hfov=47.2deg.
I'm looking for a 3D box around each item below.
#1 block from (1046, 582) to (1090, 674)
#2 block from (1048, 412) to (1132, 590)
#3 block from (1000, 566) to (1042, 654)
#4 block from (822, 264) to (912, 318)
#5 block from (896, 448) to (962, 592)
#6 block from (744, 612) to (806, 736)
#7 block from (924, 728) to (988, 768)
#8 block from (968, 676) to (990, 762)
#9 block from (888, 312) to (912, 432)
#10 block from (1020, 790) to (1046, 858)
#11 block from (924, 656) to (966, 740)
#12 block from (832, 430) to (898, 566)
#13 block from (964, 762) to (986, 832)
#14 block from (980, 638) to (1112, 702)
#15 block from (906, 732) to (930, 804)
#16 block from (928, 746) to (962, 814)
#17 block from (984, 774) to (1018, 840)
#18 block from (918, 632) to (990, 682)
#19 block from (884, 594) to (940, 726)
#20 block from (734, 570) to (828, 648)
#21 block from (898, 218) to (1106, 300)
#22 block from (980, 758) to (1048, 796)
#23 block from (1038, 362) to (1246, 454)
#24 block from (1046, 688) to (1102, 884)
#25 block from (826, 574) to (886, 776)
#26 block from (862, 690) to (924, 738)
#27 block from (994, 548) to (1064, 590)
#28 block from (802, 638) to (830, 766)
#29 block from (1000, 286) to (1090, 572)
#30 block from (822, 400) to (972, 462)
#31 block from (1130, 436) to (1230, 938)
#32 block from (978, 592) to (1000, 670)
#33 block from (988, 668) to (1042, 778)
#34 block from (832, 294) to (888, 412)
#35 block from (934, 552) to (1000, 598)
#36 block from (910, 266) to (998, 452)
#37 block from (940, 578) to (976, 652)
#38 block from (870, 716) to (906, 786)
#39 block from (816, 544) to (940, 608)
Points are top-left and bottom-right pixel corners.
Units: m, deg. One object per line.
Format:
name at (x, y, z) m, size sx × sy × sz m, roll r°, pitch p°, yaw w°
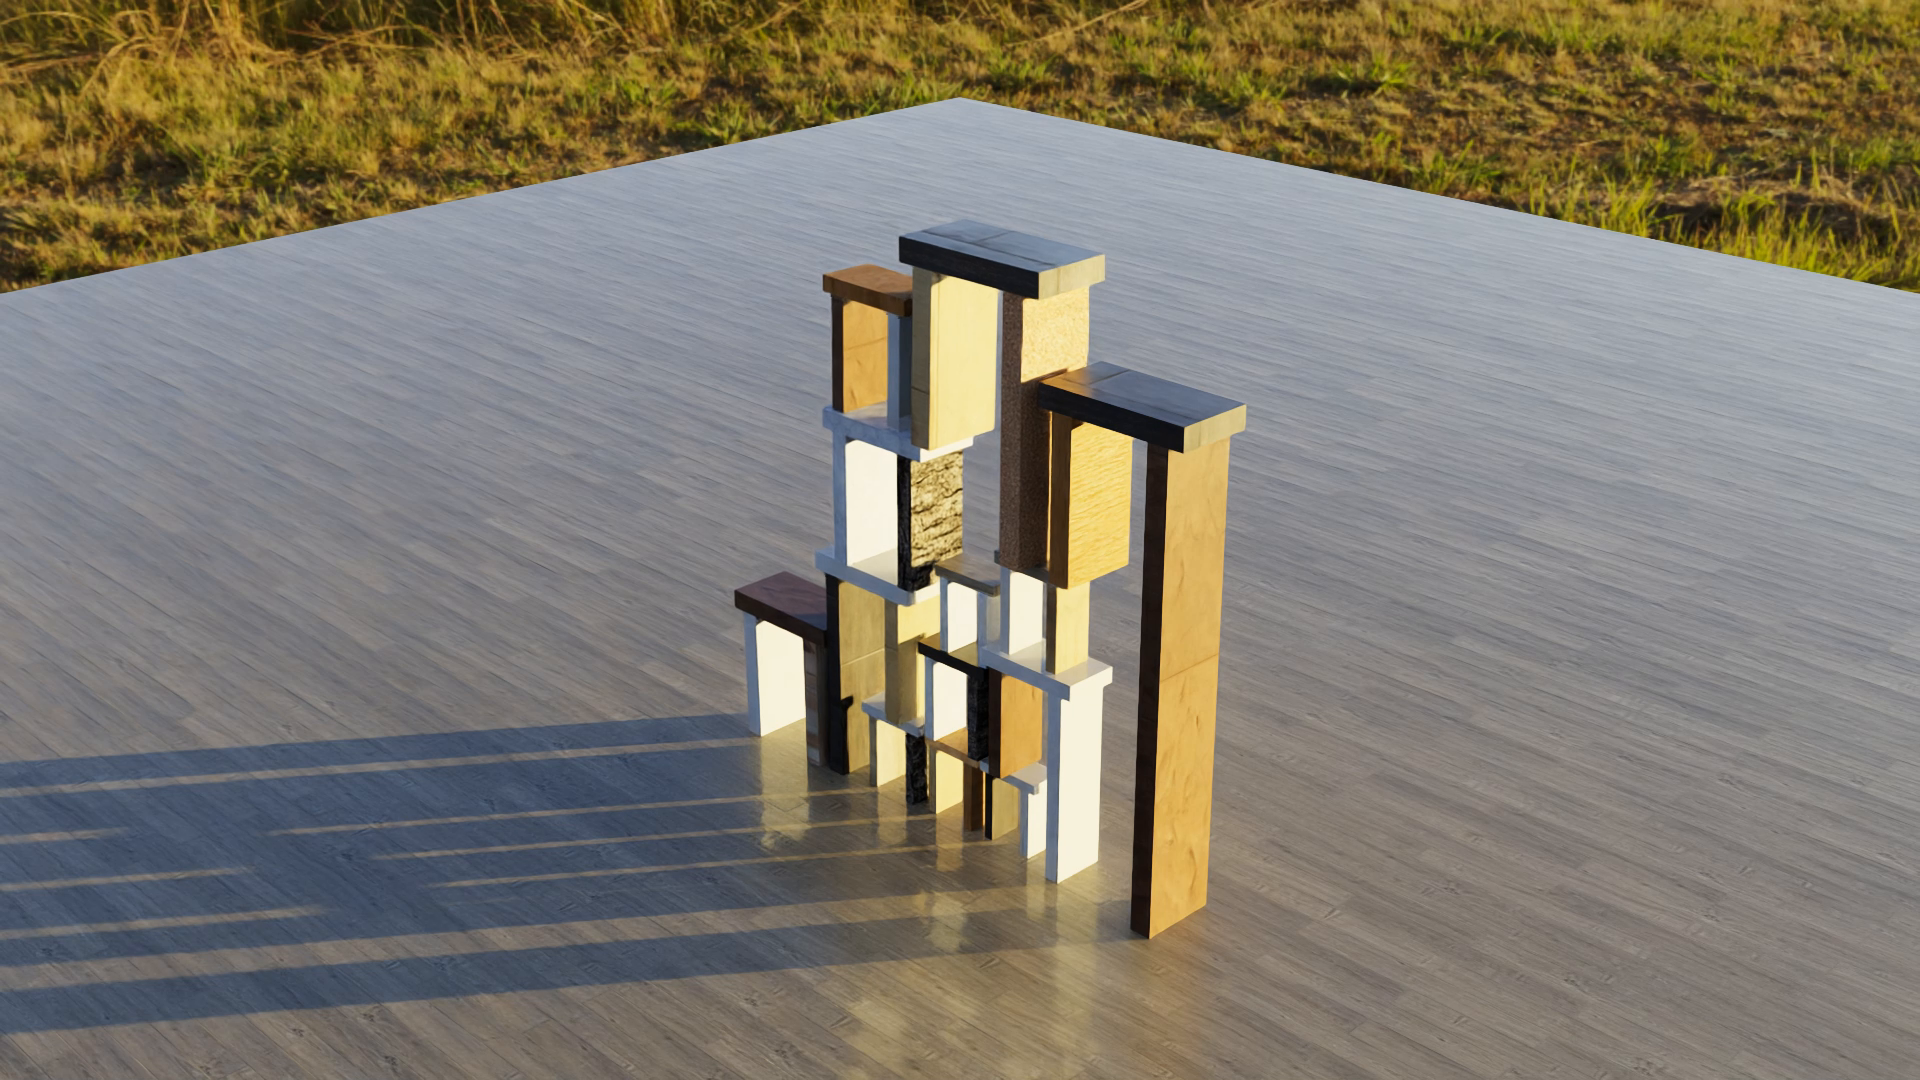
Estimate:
block at (0.199, 0.152, 4.075) m, size 0.089 × 0.177 × 0.025 m, roll -21°, pitch 31°, yaw -41°
block at (0.235, -0.090, 3.935) m, size 0.164 × 0.328 × 0.046 m, roll -21°, pitch 31°, yaw -41°
block at (0.116, 0.120, 4.152) m, size 0.089 × 0.177 × 0.025 m, roll -21°, pitch 31°, yaw -40°
block at (-0.140, -0.474, 4.167) m, size 0.117 × 0.033 × 0.233 m, roll -20°, pitch 30°, yaw -40°
block at (-0.058, -0.049, 4.259) m, size 0.039 × 0.276 × 0.138 m, roll 21°, pitch 31°, yaw 41°
block at (-0.395, 0.268, 4.764) m, size 0.142 × 0.284 × 0.040 m, roll -21°, pitch 31°, yaw -41°
block at (0.006, 0.408, 4.391) m, size 0.148 × 0.021 × 0.074 m, roll 21°, pitch 31°, yaw 41°
block at (0.056, 0.335, 4.306) m, size 0.026 × 0.181 × 0.090 m, roll 21°, pitch 31°, yaw 40°
block at (-0.083, -0.331, 4.170) m, size 0.117 × 0.233 × 0.033 m, roll -20°, pitch 31°, yaw -40°
block at (0.151, 0.542, 4.296) m, size 0.021 × 0.146 × 0.073 m, roll 21°, pitch 31°, yaw 41°
block at (-0.029, 0.301, 4.385) m, size 0.026 × 0.181 × 0.090 m, roll 21°, pitch 31°, yaw 40°
block at (-0.188, -0.100, 4.380) m, size 0.138 × 0.276 × 0.039 m, roll -21°, pitch 31°, yaw -41°
block at (0.041, 0.500, 4.392) m, size 0.021 × 0.149 × 0.074 m, roll 21°, pitch 31°, yaw 41°
block at (0.162, 0.236, 4.148) m, size 0.115 × 0.033 × 0.230 m, roll -21°, pitch 31°, yaw -41°
block at (-0.073, 0.451, 4.487) m, size 0.082 × 0.164 × 0.023 m, roll -20°, pitch 30°, yaw -39°
block at (-0.029, 0.473, 4.456) m, size 0.021 × 0.148 × 0.074 m, roll 21°, pitch 31°, yaw 41°
block at (0.082, 0.515, 4.360) m, size 0.021 × 0.146 × 0.073 m, roll 21°, pitch 31°, yaw 41°
block at (0.013, 0.223, 4.305) m, size 0.181 × 0.026 × 0.090 m, roll 21°, pitch 31°, yaw 40°
block at (-0.088, 0.225, 4.408) m, size 0.038 × 0.268 × 0.134 m, roll 21°, pitch 31°, yaw 40°
block at (-0.329, 0.144, 4.640) m, size 0.284 × 0.040 × 0.142 m, roll 21°, pitch 31°, yaw 41°
block at (0.072, -0.504, 3.932) m, size 0.345 × 0.049 × 0.172 m, roll 21°, pitch 30°, yaw 40°
block at (0.117, 0.452, 4.295) m, size 0.146 × 0.021 × 0.073 m, roll 21°, pitch 31°, yaw 41°
block at (0.312, -0.232, 3.791) m, size 0.328 × 0.046 × 0.164 m, roll 21°, pitch 31°, yaw 41°
block at (0.216, 0.455, 4.182) m, size 0.033 × 0.397 × 0.115 m, roll 21°, pitch 31°, yaw 41°
block at (-0.211, 0.259, 4.567) m, size 0.038 × 0.455 × 0.134 m, roll 21°, pitch 31°, yaw 41°
block at (-0.115, 0.352, 4.482) m, size 0.164 × 0.023 × 0.082 m, roll 21°, pitch 30°, yaw 40°
block at (0.157, 0.043, 4.074) m, size 0.089 × 0.025 × 0.177 m, roll -21°, pitch 31°, yaw -41°
block at (-0.261, 0.321, 4.640) m, size 0.142 × 0.284 × 0.040 m, roll -21°, pitch 31°, yaw -41°
block at (0.151, -0.210, 3.971) m, size 0.172 × 0.521 × 0.049 m, roll -21°, pitch 31°, yaw -41°
block at (-0.123, -0.220, 4.258) m, size 0.138 × 0.039 × 0.276 m, roll -21°, pitch 31°, yaw -41°
block at (0.389, 0.261, 3.917) m, size 0.046 × 0.960 × 0.164 m, roll 21°, pitch 31°, yaw 41°
block at (0.070, 0.163, 4.215) m, size 0.022 × 0.156 × 0.078 m, roll 21°, pitch 31°, yaw 40°
block at (0.108, 0.335, 4.249) m, size 0.033 × 0.230 × 0.115 m, roll 21°, pitch 31°, yaw 41°
block at (-0.194, -0.374, 4.271) m, size 0.117 × 0.233 × 0.033 m, roll -20°, pitch 31°, yaw -40°
block at (0.034, 0.067, 4.214) m, size 0.156 × 0.022 × 0.078 m, roll 21°, pitch 31°, yaw 40°
block at (-0.010, -0.353, 4.081) m, size 0.172 × 0.345 × 0.049 m, roll -21°, pitch 32°, yaw -41°
block at (-0.004, 0.134, 4.282) m, size 0.022 × 0.156 × 0.078 m, roll 21°, pitch 31°, yaw 40°
block at (-0.150, 0.422, 4.557) m, size 0.023 × 0.164 × 0.082 m, roll 22°, pitch 31°, yaw 40°
block at (-0.150, 0.059, 4.406) m, size 0.134 × 0.038 × 0.268 m, roll -21°, pitch 31°, yaw -41°
